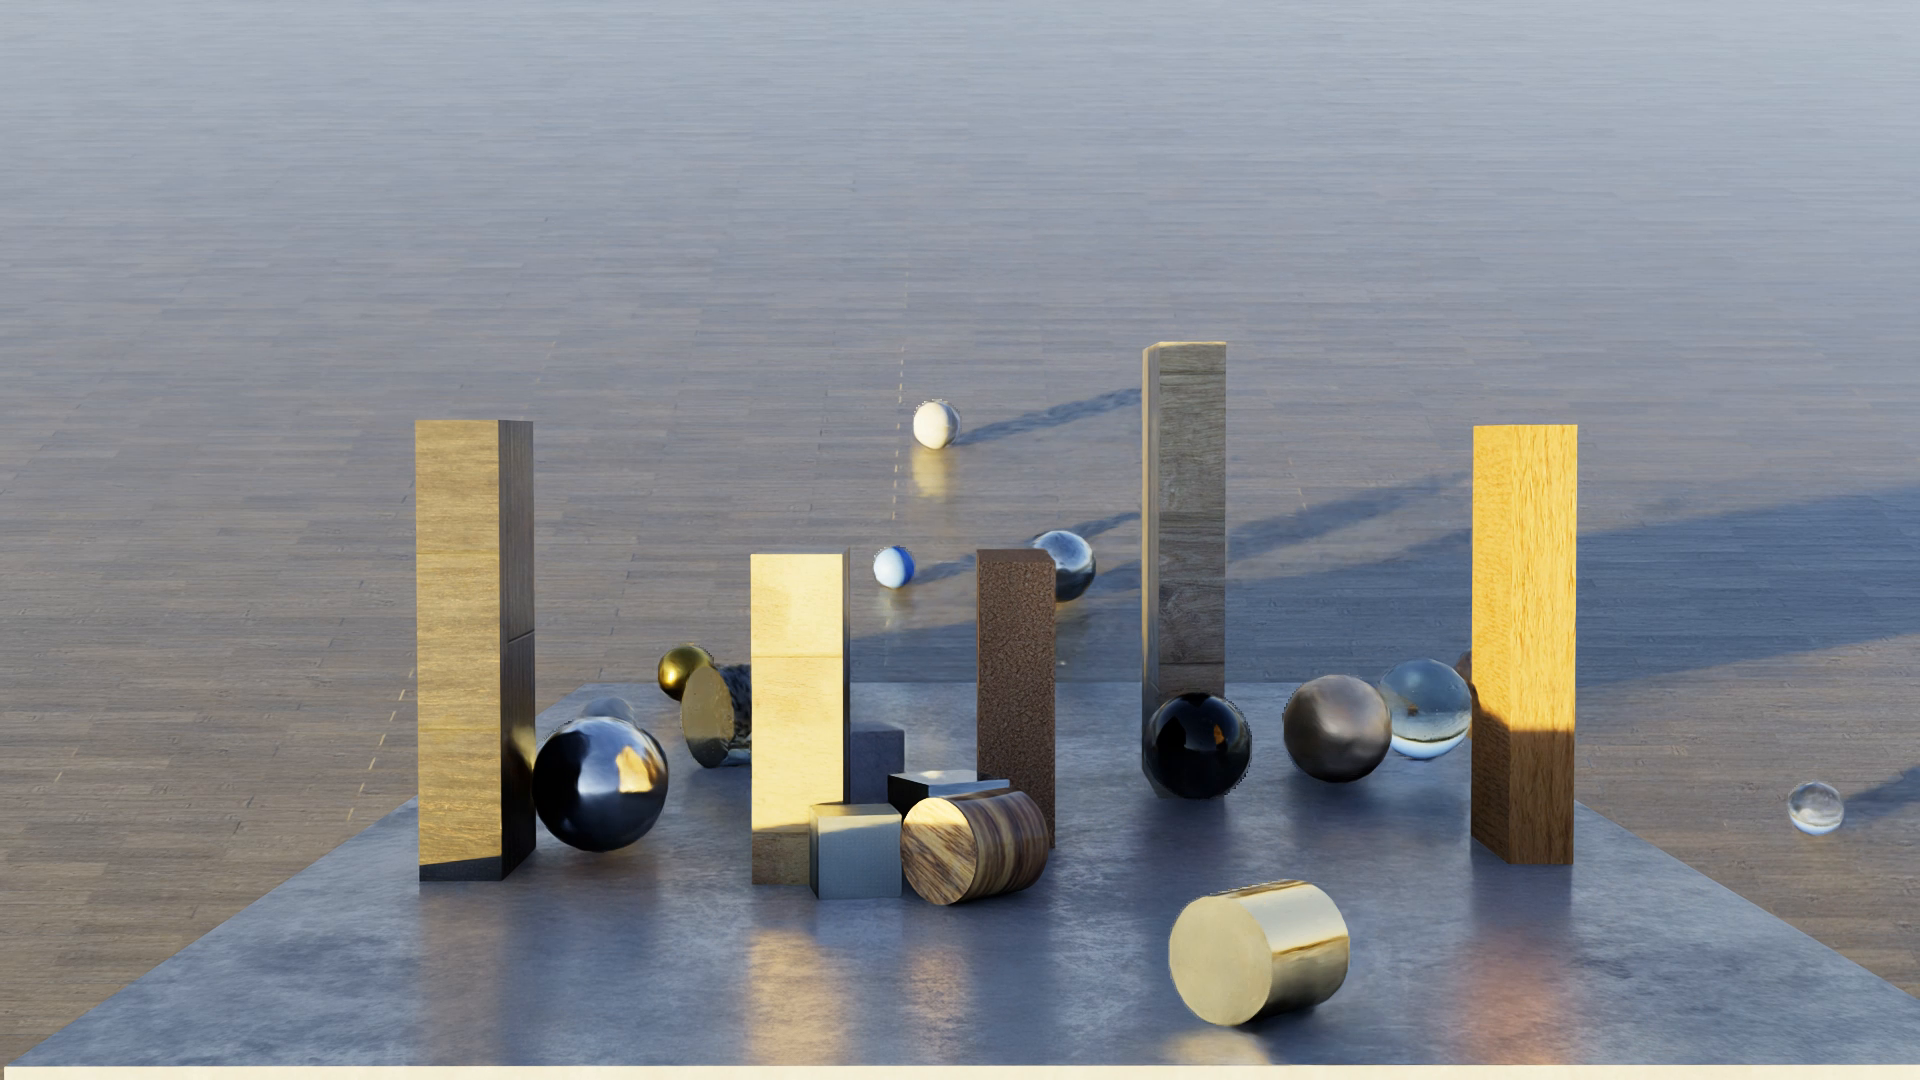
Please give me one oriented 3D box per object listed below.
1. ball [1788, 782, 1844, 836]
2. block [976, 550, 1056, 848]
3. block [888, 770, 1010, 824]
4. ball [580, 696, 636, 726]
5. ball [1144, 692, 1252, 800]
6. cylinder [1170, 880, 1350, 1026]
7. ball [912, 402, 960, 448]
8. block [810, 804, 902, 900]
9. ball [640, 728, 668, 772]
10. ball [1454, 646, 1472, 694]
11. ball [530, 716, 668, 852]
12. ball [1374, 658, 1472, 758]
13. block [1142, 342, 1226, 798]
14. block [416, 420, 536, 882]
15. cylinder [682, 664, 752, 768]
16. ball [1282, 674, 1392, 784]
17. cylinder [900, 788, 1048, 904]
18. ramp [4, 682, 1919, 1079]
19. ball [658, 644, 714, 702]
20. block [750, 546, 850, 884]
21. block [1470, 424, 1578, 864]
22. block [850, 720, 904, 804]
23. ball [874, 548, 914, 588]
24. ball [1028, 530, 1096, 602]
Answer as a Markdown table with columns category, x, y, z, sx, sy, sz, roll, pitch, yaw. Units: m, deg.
| category | x | y | z | sx | sy | sz | roll | pitch | yaw |
| --- | --- | --- | --- | --- | --- | --- | --- | --- | --- |
| ball | 1.997 | 0.627 | 6.007 | 0.127 | 0.127 | 0.127 | 0 | 24 | 0 |
| block | 0.086 | 0.241 | 4.104 | 0.114 | 0.434 | 0.449 | 0 | 2 | 0 |
| block | -0.017 | 0.408 | 3.725 | 0.130 | 0.130 | 0.130 | -1 | 3 | -28 |
| ball | -0.695 | 0.364 | 5.079 | 0.113 | 0.113 | 0.113 | 0 | 24 | 0 |
| ball | 0.400 | 0.347 | 4.341 | 0.181 | 0.181 | 0.181 | 0 | 24 | 0 |
| cylinder | 0.321 | 0.442 | 2.760 | 0.138 | 0.138 | 0.138 | 23 | 17 | 41 |
| ball | -0.075 | -0.369 | 8.258 | 0.152 | 0.152 | 0.152 | 0 | 24 | 0 |
| block | -0.144 | 0.425 | 3.519 | 0.112 | 0.112 | 0.112 | 0 | 2 | -10 |
| ball | -0.555 | 0.378 | 4.231 | 0.150 | 0.150 | 0.150 | 0 | 24 | 0 |
| ball | 1.349 | 0.357 | 6.534 | 0.200 | 0.200 | 0.200 | 0 | 24 | 0 |
| ball | -0.540 | 0.366 | 3.862 | 0.204 | 0.204 | 0.204 | 0 | 24 | 0 |
| ball | 0.893 | 0.326 | 4.978 | 0.195 | 0.195 | 0.195 | 0 | 24 | 0 |
| block | 0.398 | 0.045 | 4.619 | 0.114 | 0.784 | 0.399 | 0 | 2 | 0 |
| block | -0.700 | 0.150 | 3.740 | 0.115 | 0.645 | 0.297 | 0 | 2 | 0 |
| cylinder | -0.398 | 0.330 | 4.897 | 0.192 | 0.192 | 0.192 | -2 | 20 | -36 |
| ball | 0.679 | 0.339 | 4.629 | 0.195 | 0.195 | 0.195 | 0 | 24 | 0 |
| cylinder | 0.019 | 0.412 | 3.472 | 0.143 | 0.143 | 0.143 | 22 | 17 | 41 |
| ramp | 0.054 | 0.491 | 4.542 | 2.000 | 0.100 | 4.000 | 0 | 2 | 0 |
| ball | -0.645 | 0.314 | 6.060 | 0.135 | 0.135 | 0.135 | 0 | 24 | 0 |
| block | -0.226 | 0.244 | 3.697 | 0.126 | 0.459 | 0.262 | 0 | 2 | 0 |
| block | 0.845 | 0.147 | 3.871 | 0.094 | 0.638 | 0.277 | 0 | 2 | 0 |
| block | -0.183 | 0.380 | 4.222 | 0.147 | 0.147 | 0.147 | -1 | 2 | -19 |
| ball | -0.185 | 0.078 | 7.280 | 0.115 | 0.115 | 0.115 | 0 | 24 | 0 |
| ball | 0.279 | 0.074 | 7.180 | 0.202 | 0.202 | 0.202 | 0 | 24 | 0 |
